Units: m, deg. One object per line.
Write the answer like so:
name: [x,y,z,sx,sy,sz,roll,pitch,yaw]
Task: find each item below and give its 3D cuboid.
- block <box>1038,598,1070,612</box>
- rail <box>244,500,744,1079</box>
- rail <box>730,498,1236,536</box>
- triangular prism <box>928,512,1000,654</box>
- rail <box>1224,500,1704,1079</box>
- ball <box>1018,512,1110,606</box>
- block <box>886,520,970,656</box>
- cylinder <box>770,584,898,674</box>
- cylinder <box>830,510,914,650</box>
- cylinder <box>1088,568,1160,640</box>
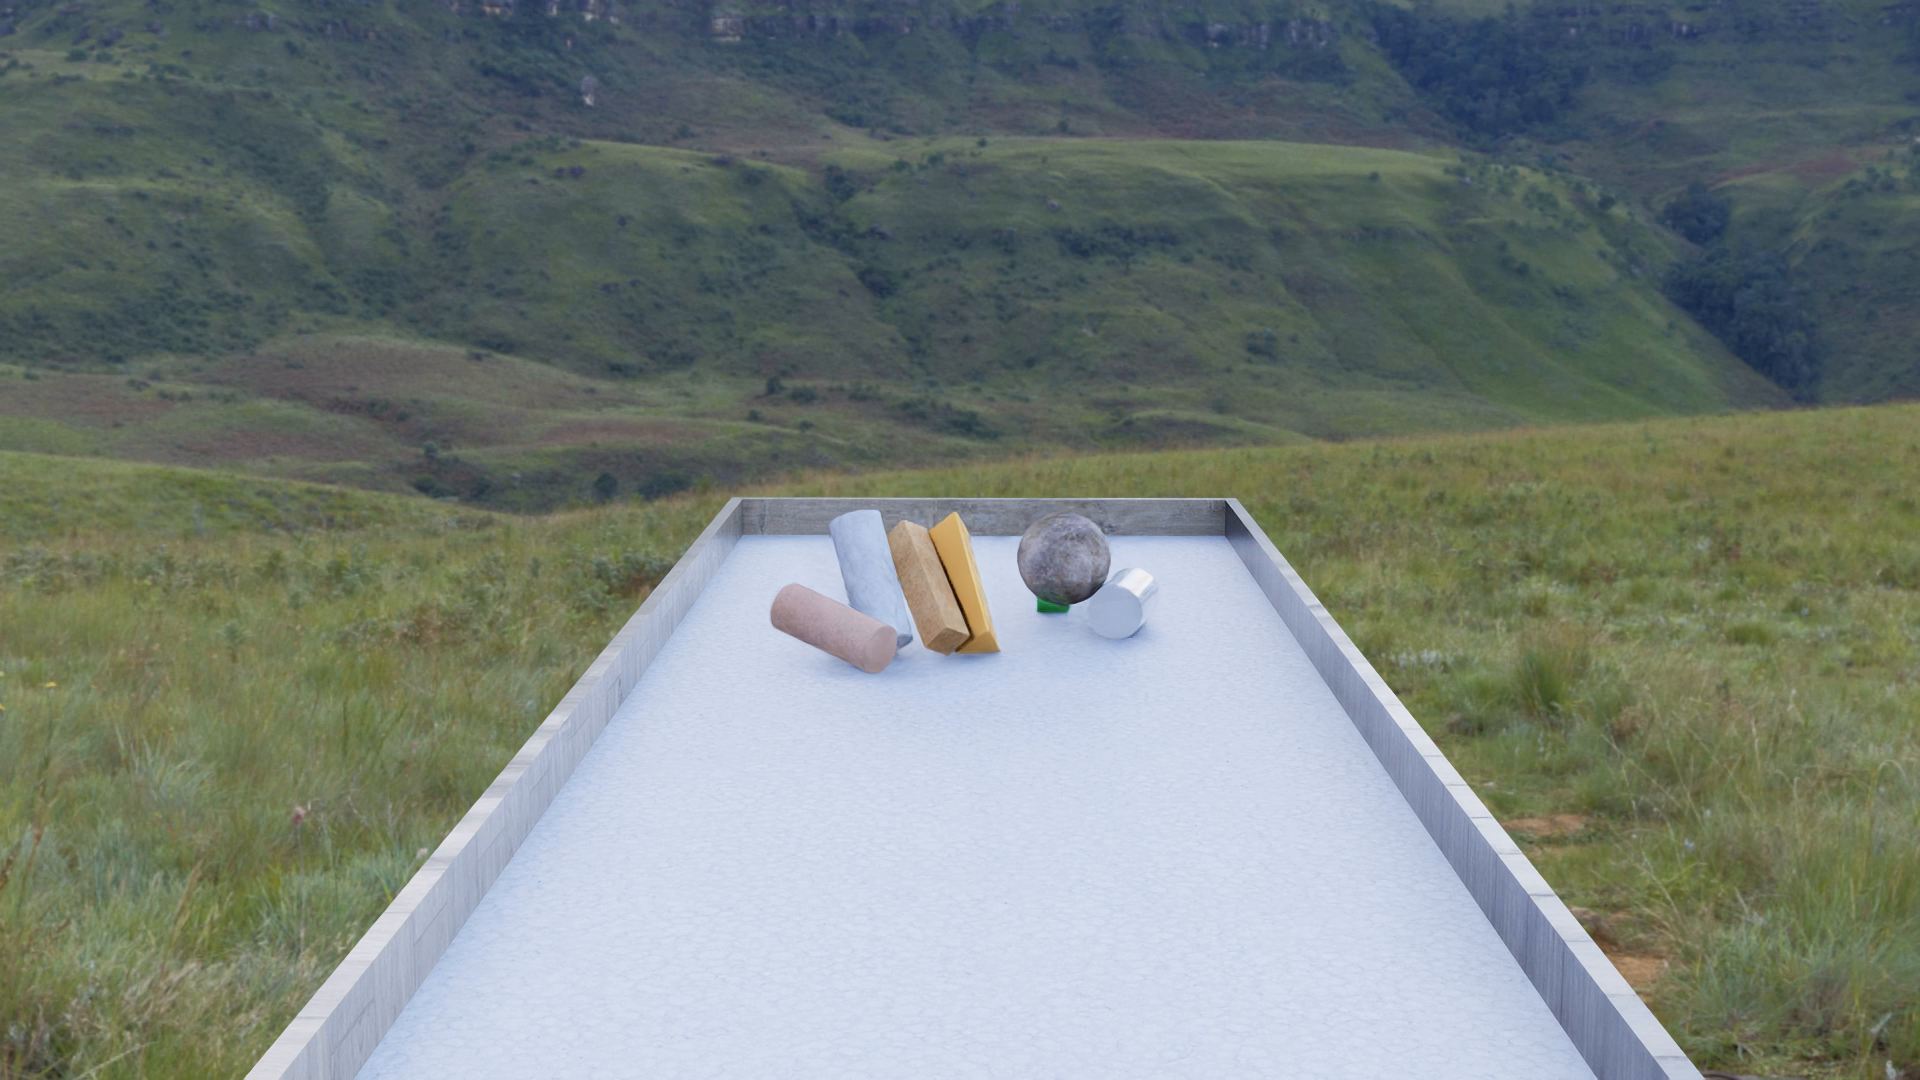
block: [0.330,0.123,7.619,0.108,0.108,0.391,1,22,4]
rail: [-1.004,0.839,3.234,0.050,0.150,12.000,0,9,1]
rail: [0.099,-0.098,9.147,2.100,0.150,0.050,0,9,1]
triangular prism: [0.030,0.147,6.891,0.127,0.446,0.147,19,-46,-42]
rail: [1.046,0.843,3.208,0.050,0.150,12.000,0,9,1]
ball: [0.340,0.061,7.185,0.306,0.306,0.306,0,9,0]
block: [-0.107,0.146,6.842,0.103,0.103,0.457,22,34,-41]
cylinder: [-0.379,0.264,6.599,0.382,0.154,0.154,22,21,35]
cylinder: [-0.274,0.129,6.784,0.164,0.417,0.164,-14,-18,-5]
cylinder: [0.534,0.204,7.155,0.177,0.177,0.344,2,9,14]
